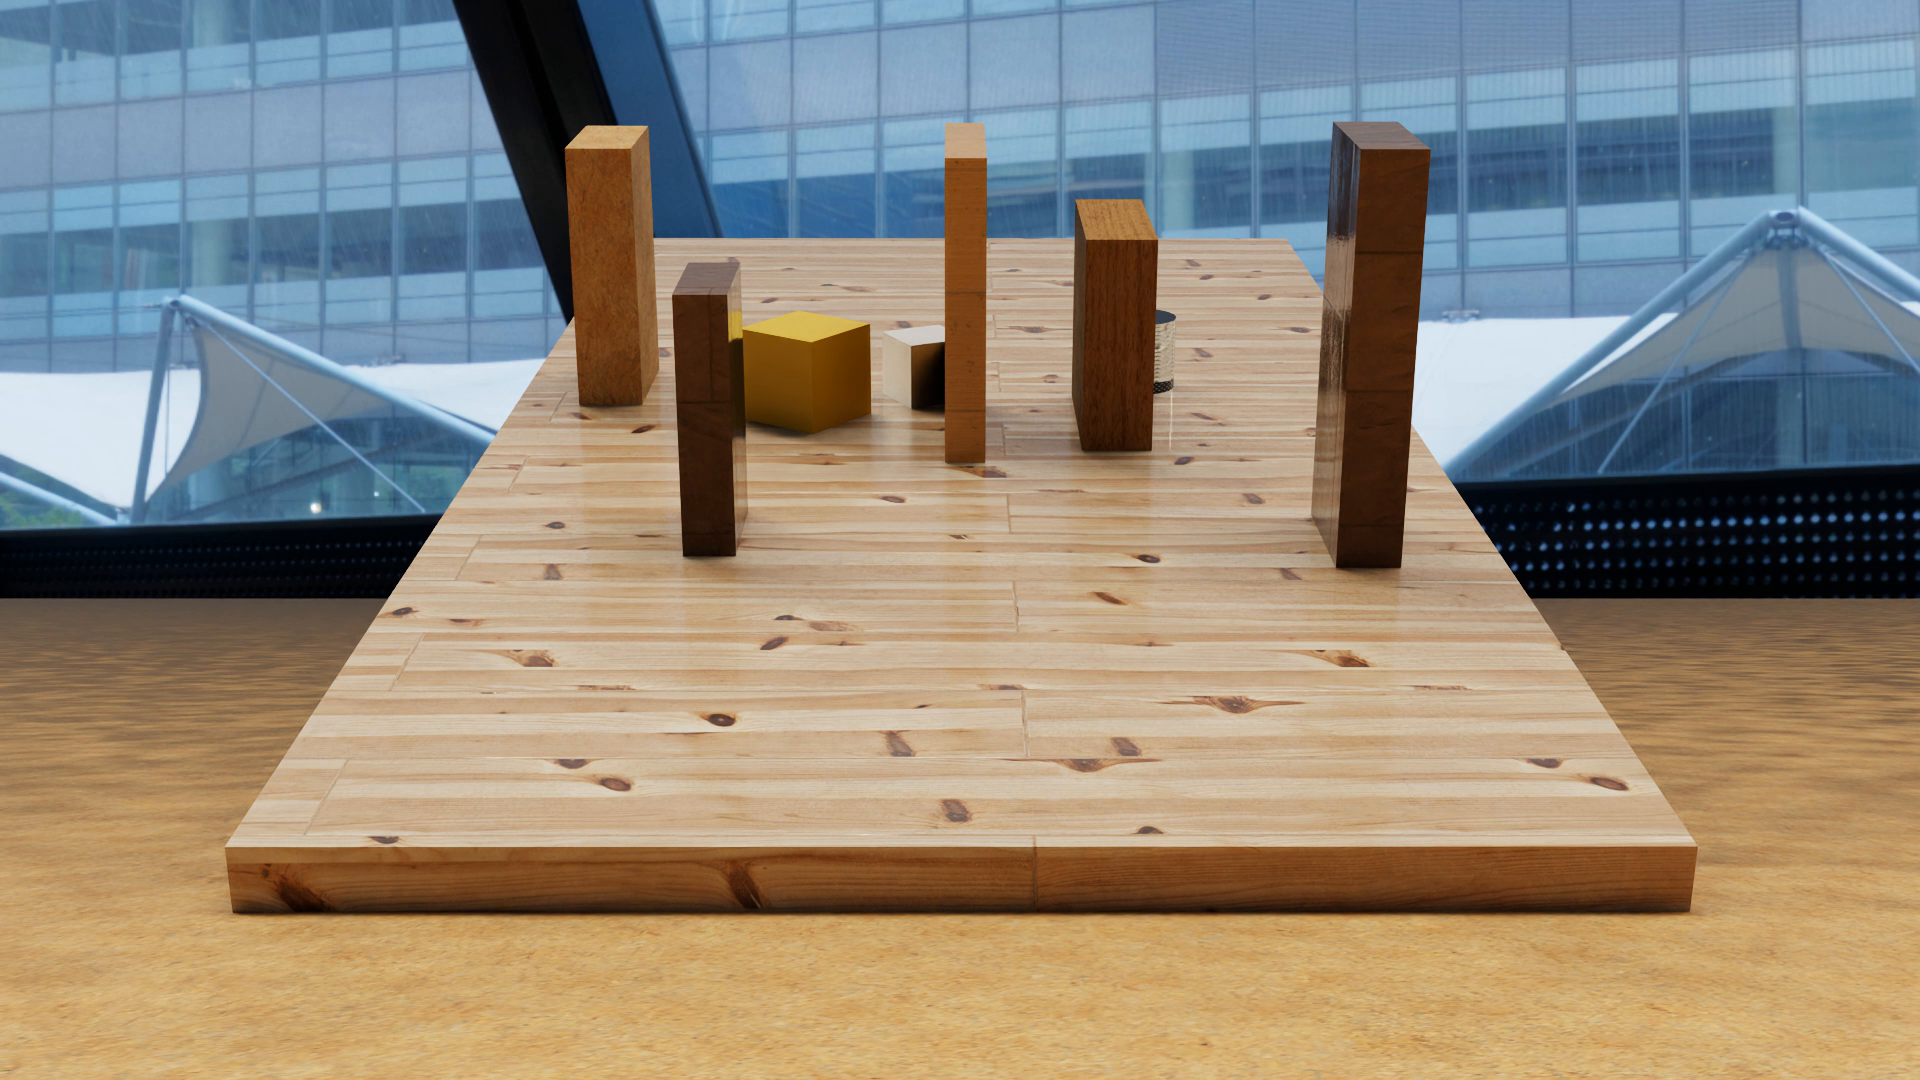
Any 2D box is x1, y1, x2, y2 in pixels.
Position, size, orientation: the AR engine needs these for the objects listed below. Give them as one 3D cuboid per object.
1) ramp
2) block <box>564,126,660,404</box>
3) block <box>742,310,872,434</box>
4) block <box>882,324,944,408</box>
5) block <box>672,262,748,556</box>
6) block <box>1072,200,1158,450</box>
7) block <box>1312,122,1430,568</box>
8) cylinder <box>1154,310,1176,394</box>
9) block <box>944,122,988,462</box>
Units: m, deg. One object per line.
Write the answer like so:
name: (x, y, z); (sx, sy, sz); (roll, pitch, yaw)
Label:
ramp: (-0.005, -0.202, 4.968); (2.000, 0.100, 4.000); (0, 19, 0)
block: (-0.790, -0.631, 5.161); (0.143, 0.579, 0.311); (0, 19, 0)
block: (-0.341, -0.374, 4.996); (0.205, 0.205, 0.205); (14, 23, 33)
block: (-0.079, -0.397, 5.152); (0.146, 0.146, 0.146); (-10, 22, -26)
block: (-0.462, -0.246, 4.203); (0.098, 0.492, 0.264); (0, 19, 0)
block: (0.332, -0.475, 4.915); (0.148, 0.453, 0.437); (0, 19, 0)
block: (0.743, -0.358, 4.121); (0.119, 0.761, 0.300); (0, 19, 0)
cylinder: (0.417, -0.439, 5.246); (0.164, 0.164, 0.164); (0, 19, 0)
block: (0.010, -0.534, 4.807); (0.084, 0.635, 0.444); (0, 19, 0)
